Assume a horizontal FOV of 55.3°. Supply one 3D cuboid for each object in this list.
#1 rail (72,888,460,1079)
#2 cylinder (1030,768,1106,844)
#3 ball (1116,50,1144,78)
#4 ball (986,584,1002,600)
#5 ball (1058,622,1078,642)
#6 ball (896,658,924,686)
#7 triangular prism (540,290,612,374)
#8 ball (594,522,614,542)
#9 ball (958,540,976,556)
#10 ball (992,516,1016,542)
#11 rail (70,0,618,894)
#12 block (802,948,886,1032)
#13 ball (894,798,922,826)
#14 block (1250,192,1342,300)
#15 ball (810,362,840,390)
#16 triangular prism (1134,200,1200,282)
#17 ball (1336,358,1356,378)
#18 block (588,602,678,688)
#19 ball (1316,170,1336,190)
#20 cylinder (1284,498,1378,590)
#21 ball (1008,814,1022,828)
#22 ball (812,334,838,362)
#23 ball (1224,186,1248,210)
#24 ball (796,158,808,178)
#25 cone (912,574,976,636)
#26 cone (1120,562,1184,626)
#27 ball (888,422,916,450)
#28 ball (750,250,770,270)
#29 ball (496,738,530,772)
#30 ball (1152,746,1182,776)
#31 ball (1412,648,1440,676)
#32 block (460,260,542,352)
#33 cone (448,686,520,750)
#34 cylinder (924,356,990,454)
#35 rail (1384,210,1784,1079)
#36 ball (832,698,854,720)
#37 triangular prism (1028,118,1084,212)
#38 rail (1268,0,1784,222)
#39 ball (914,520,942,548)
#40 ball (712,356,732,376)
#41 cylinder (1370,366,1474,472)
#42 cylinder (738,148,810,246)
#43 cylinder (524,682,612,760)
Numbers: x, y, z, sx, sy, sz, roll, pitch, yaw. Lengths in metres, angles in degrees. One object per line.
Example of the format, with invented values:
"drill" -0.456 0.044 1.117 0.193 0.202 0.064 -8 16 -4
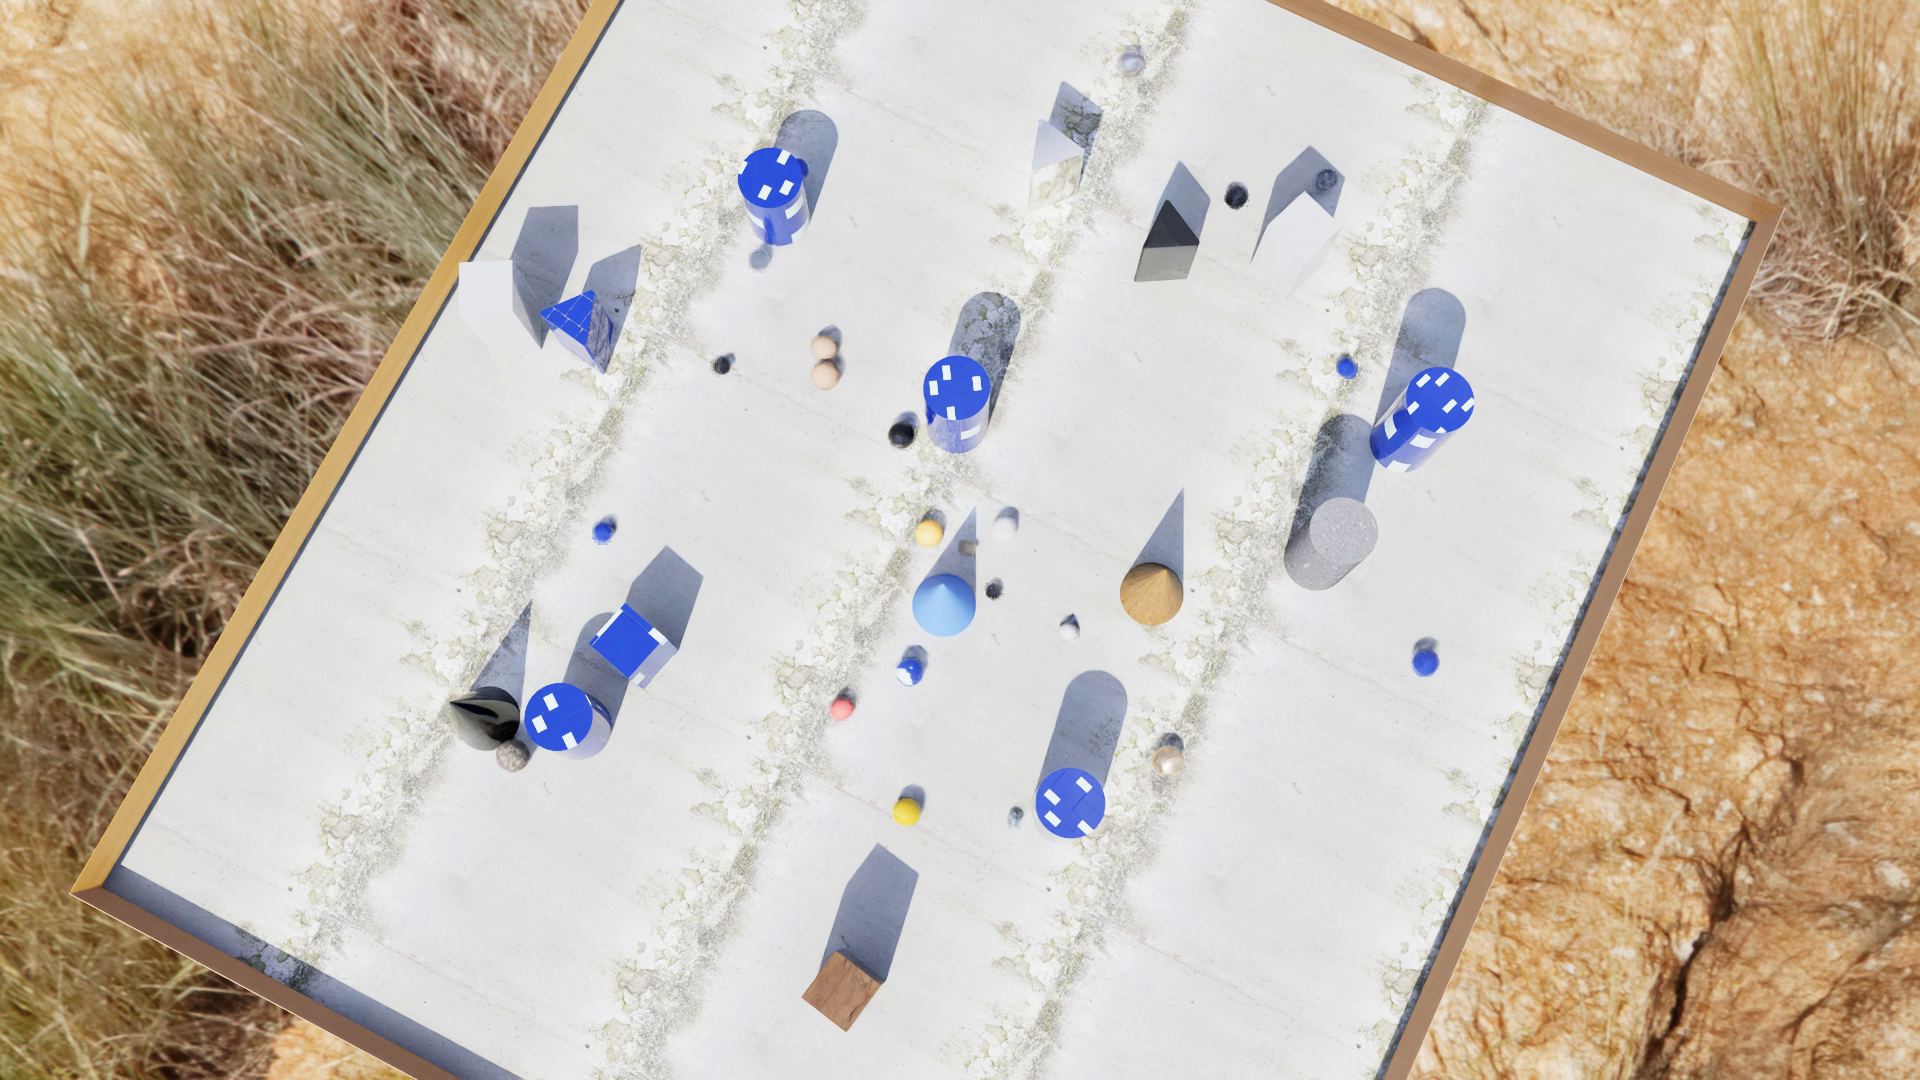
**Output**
"rail" -0.921 1.811 5.176 3.655 0.127 0.045 26 80 5
"cylinder" 0.306 0.767 5.264 0.195 0.379 0.195 0 78 0
"ball" 0.544 -1.528 5.887 0.089 0.089 0.089 0 78 0
"ball" 0.101 0.157 5.559 0.049 0.049 0.049 0 78 0
"ball" 0.326 0.278 5.530 0.057 0.057 0.057 0 78 0
"ball" -0.151 0.397 5.491 0.085 0.085 0.085 0 78 0
"triangular prism" -1.136 -0.654 5.596 0.169 0.306 0.146 35 80 7
"ball" -1.088 -0.024 5.591 0.061 0.061 0.061 0 78 0
"ball" 0.021 0.026 5.586 0.050 0.050 0.050 0 78 0
"ball" 0.134 -0.032 5.584 0.077 0.077 0.077 0 78 0
"rail" -1.613 -0.783 5.713 0.045 0.127 4.167 26 80 5
"block" -0.324 1.267 5.172 0.156 0.358 0.156 36 81 7
"ball" -0.155 0.805 5.408 0.082 0.082 0.082 0 78 0
"block" 1.025 -0.897 5.619 0.156 0.359 0.156 -43 81 -8
"ball" -0.417 -0.509 5.676 0.091 0.091 0.091 0 78 0
"triangular prism" 0.630 -0.924 5.656 0.169 0.298 0.146 -4 78 -1
"ball" 1.198 -0.535 5.697 0.060 0.060 0.060 0 78 0
"block" -0.962 0.317 5.416 0.156 0.264 0.156 40 81 8
"ball" 1.161 -1.142 5.820 0.064 0.064 0.064 0 78 0
"cylinder" 1.087 0.017 5.396 0.195 0.424 0.195 0 78 0
"ball" 0.161 0.830 5.424 0.041 0.041 0.041 0 78 0
"ball" -0.422 -0.597 5.698 0.082 0.082 0.082 0 78 0
"ball" 0.874 -1.083 5.804 0.072 0.072 0.072 0 78 0
"ball" -0.519 -1.178 5.823 0.073 0.073 0.073 0 78 0
"cone" -0.048 0.161 5.396 0.195 0.366 0.195 0 78 0
"cone" 0.584 0.124 5.389 0.195 0.395 0.195 0 78 0
"ball" -0.180 -0.322 5.640 0.085 0.085 0.085 0 78 0
"ball" -0.631 -0.880 5.766 0.065 0.065 0.065 0 78 0
"ball" -1.326 0.639 5.435 0.098 0.098 0.098 0 78 0
"ball" 0.614 0.658 5.435 0.088 0.088 0.088 0 78 0
"ball" 1.399 0.366 5.500 0.079 0.079 0.079 0 78 0
"block" -1.393 -0.705 5.568 0.156 0.382 0.156 -3 78 -1
"cone" -1.419 0.492 5.293 0.195 0.434 0.195 0 78 0
"cylinder" -0.010 -0.402 5.502 0.195 0.387 0.195 0 78 0
"rail" 1.613 0.797 5.386 0.045 0.127 4.167 26 80 5
"ball" -0.351 0.504 5.479 0.066 0.066 0.066 0 78 0
"triangular prism" 0.270 -1.175 5.692 0.169 0.328 0.146 -21 79 -4
"rail" 0.921 -1.798 5.923 3.655 0.127 0.045 26 80 5
"ball" -0.095 -0.017 5.577 0.084 0.084 0.084 0 78 0
"ball" -0.740 -0.542 5.699 0.058 0.058 0.058 0 78 0
"cylinder" 1.367 -0.351 5.448 0.195 0.473 0.195 0 78 0
"cylinder" -0.573 -1.059 5.675 0.195 0.316 0.195 0 78 0
"cylinder" -1.142 0.533 5.356 0.195 0.295 0.195 0 78 0
